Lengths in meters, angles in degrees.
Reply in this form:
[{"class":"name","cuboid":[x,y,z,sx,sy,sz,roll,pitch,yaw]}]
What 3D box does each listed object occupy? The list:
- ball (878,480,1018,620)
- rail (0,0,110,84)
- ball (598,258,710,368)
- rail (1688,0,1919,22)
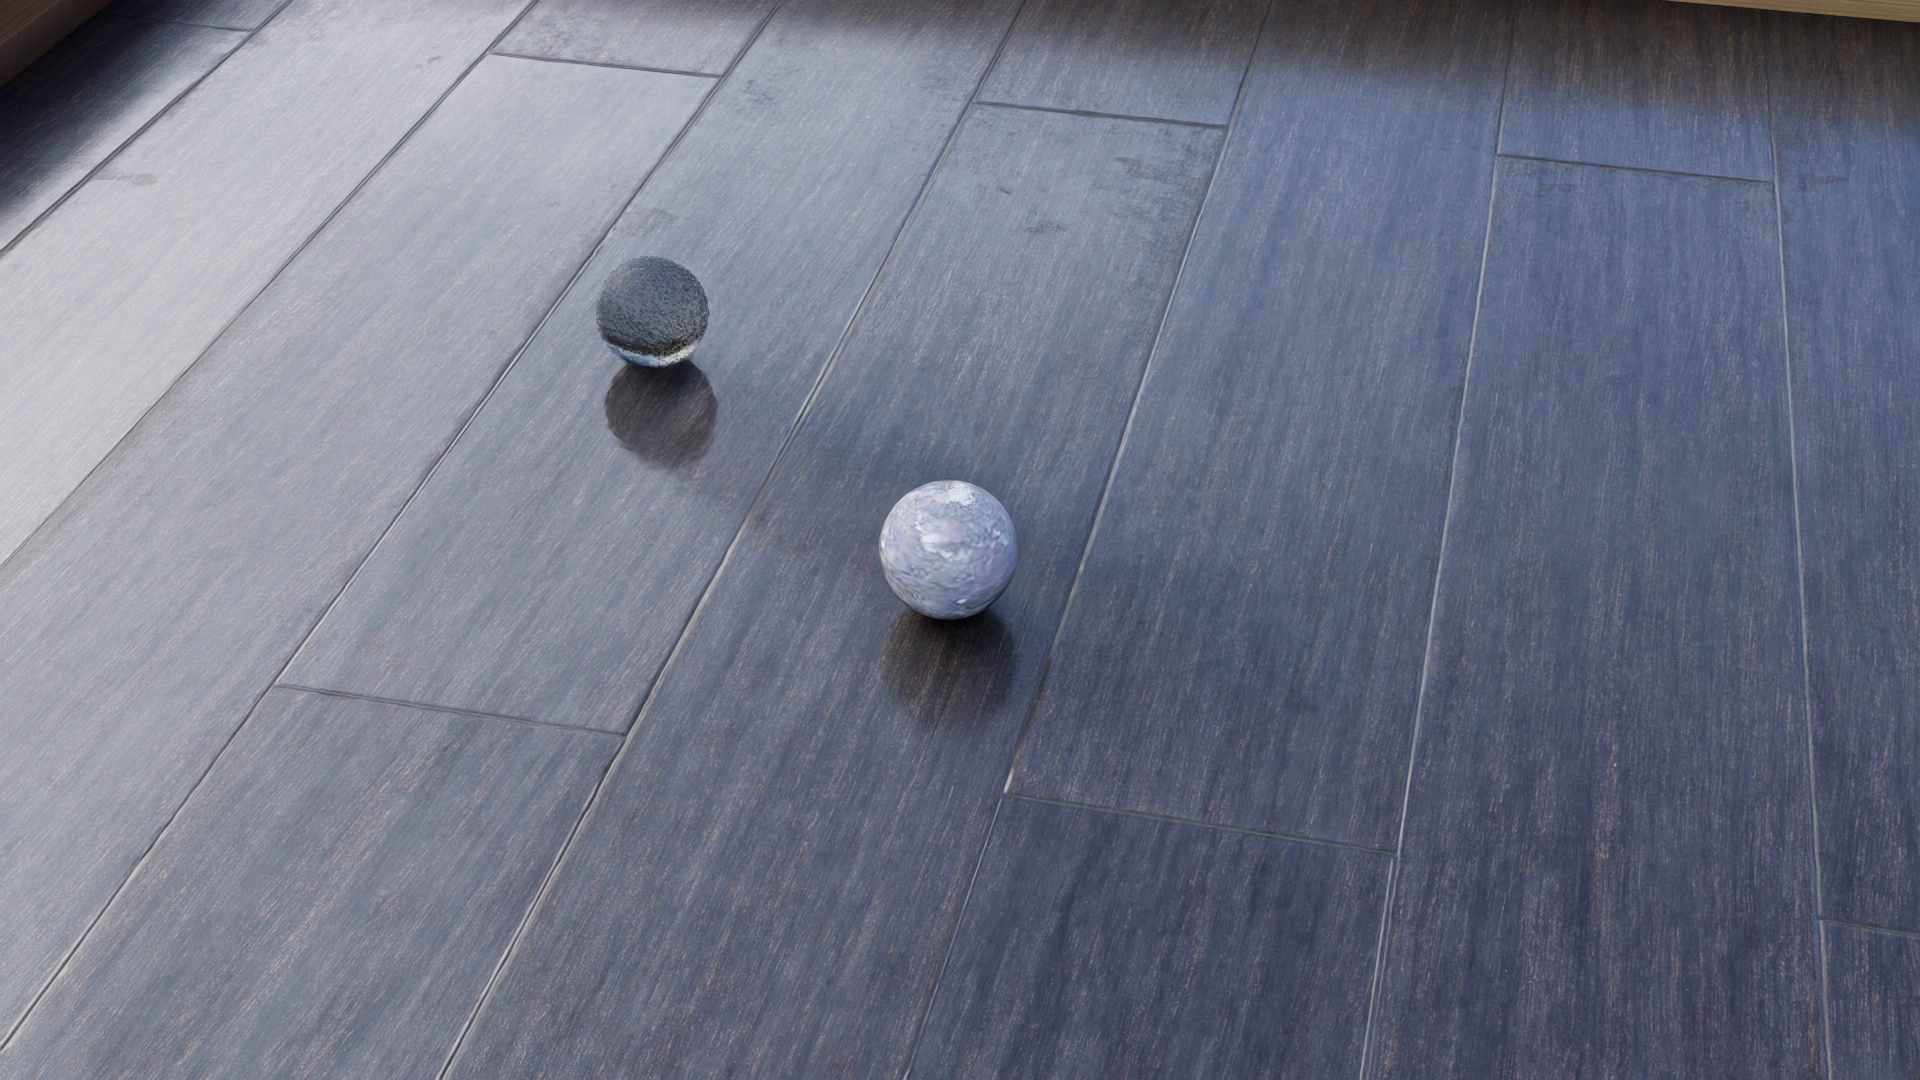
[{"class":"ball","cuboid":[-0.008,0.007,1.767,0.097,0.097,0.097,0,35,0]},{"class":"rail","cuboid":[-1.056,-0.155,1.975,0.045,0.125,2.412,8,35,11]},{"class":"ball","cuboid":[-0.245,-0.181,2.048,0.088,0.088,0.088,0,35,0]},{"class":"rail","cuboid":[1.349,-0.523,2.510,4.433,0.125,0.045,8,35,11]}]
